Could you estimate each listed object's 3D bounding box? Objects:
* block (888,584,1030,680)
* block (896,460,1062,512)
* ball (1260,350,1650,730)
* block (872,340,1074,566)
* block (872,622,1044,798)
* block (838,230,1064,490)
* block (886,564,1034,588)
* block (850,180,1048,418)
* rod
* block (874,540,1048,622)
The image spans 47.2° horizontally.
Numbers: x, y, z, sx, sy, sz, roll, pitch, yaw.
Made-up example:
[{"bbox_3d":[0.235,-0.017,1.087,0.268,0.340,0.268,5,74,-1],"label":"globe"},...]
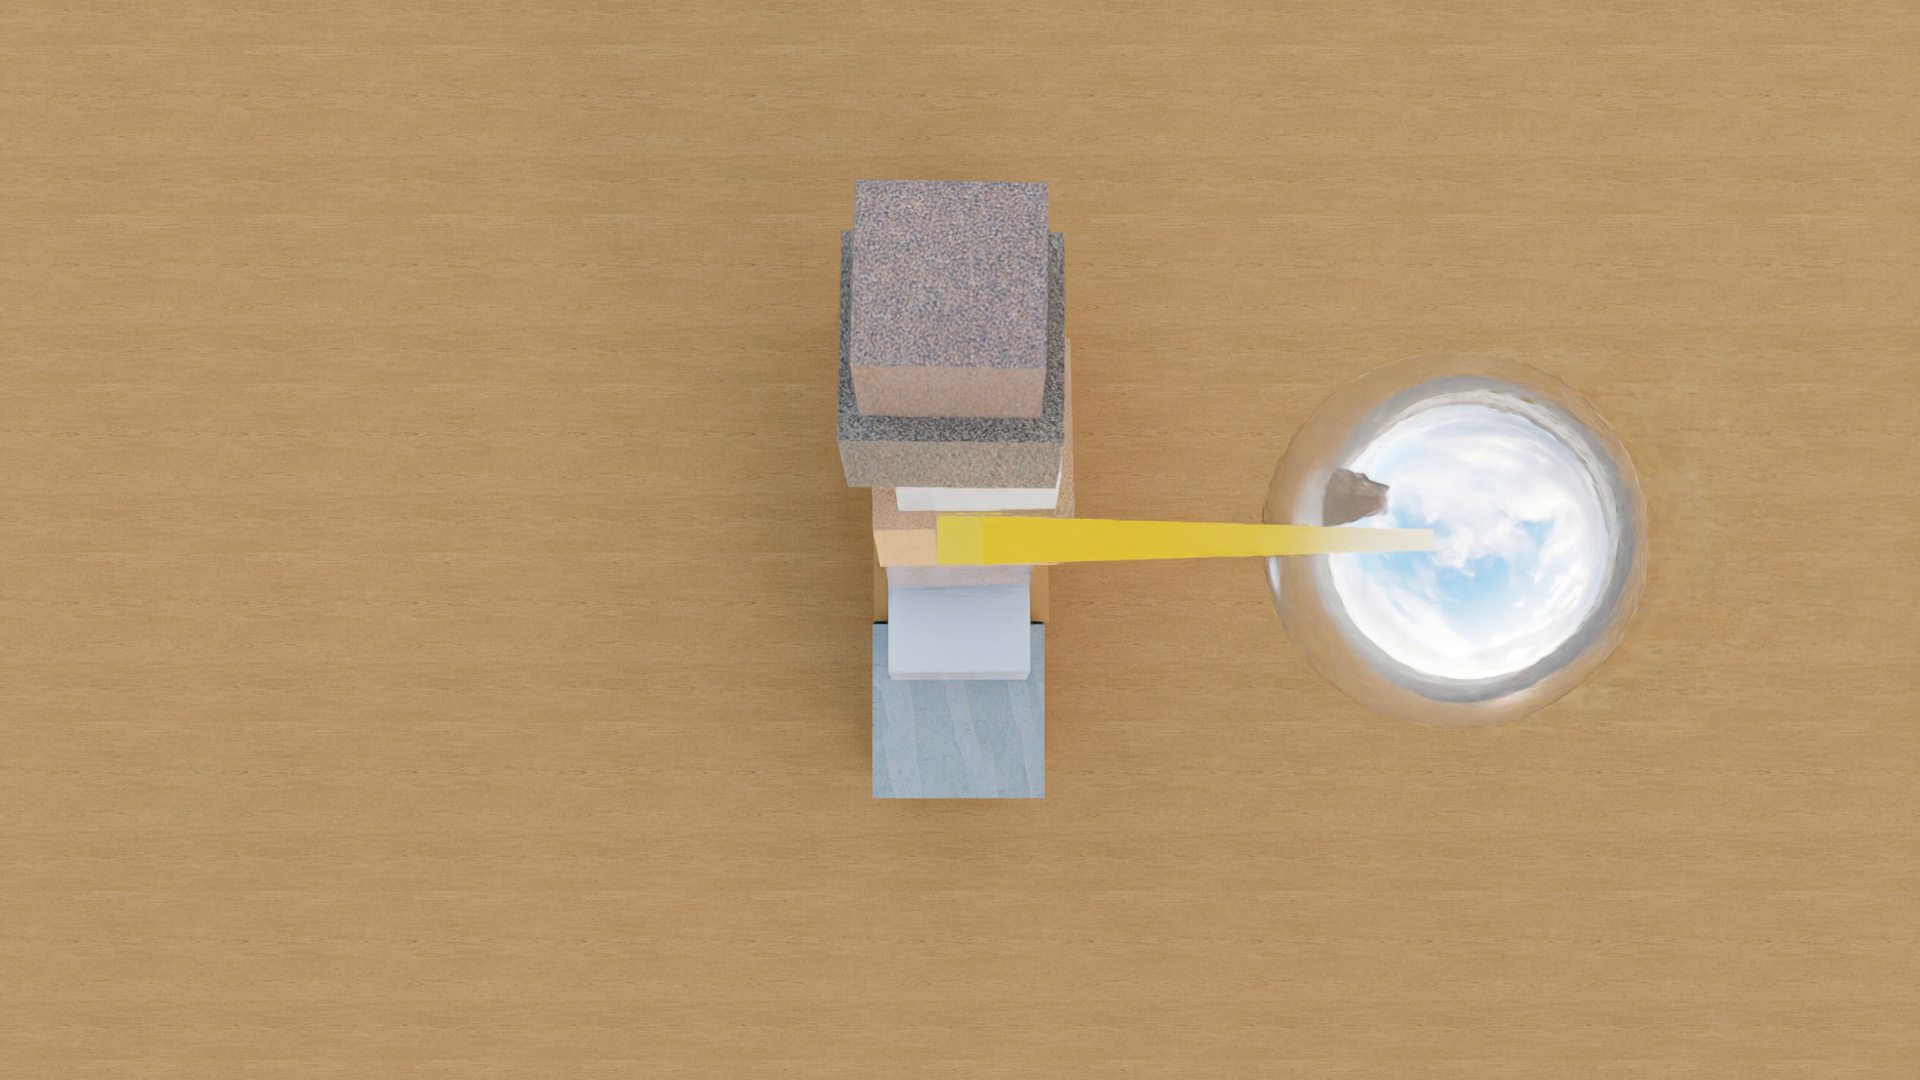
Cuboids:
[{"bbox_3d":[-0.005,0.359,11.616,0.725,0.681,0.718,0,83,0],"label":"block"},{"bbox_3d":[0.068,-0.535,9.291,0.681,0.669,0.696,-1,79,0],"label":"block"},{"bbox_3d":[2.074,0.000,9.291,1.600,1.600,1.600,0,90,0],"label":"ball"},{"bbox_3d":[0.054,-0.380,10.044,0.877,0.868,0.846,-1,79,0],"label":"block"},{"bbox_3d":[-0.008,0.931,12.474,0.935,1.053,0.944,0,90,0],"label":"block"},{"bbox_3d":[-0.029,-0.685,8.575,0.838,0.794,0.812,1,79,0],"label":"block"},{"bbox_3d":[-0.008,-0.185,10.862,0.718,0.811,0.695,-1,79,0],"label":"block"},{"bbox_3d":[-0.033,-0.846,7.852,0.666,0.689,0.664,1,79,0],"label":"block"},{"bbox_3d":[0.899,0.000,6.101,0.080,5.200,0.080,0,90,20],"label":"rod"},{"bbox_3d":[0.007,0.018,12.563,0.966,0.873,0.862,0,90,0],"label":"block"}]
